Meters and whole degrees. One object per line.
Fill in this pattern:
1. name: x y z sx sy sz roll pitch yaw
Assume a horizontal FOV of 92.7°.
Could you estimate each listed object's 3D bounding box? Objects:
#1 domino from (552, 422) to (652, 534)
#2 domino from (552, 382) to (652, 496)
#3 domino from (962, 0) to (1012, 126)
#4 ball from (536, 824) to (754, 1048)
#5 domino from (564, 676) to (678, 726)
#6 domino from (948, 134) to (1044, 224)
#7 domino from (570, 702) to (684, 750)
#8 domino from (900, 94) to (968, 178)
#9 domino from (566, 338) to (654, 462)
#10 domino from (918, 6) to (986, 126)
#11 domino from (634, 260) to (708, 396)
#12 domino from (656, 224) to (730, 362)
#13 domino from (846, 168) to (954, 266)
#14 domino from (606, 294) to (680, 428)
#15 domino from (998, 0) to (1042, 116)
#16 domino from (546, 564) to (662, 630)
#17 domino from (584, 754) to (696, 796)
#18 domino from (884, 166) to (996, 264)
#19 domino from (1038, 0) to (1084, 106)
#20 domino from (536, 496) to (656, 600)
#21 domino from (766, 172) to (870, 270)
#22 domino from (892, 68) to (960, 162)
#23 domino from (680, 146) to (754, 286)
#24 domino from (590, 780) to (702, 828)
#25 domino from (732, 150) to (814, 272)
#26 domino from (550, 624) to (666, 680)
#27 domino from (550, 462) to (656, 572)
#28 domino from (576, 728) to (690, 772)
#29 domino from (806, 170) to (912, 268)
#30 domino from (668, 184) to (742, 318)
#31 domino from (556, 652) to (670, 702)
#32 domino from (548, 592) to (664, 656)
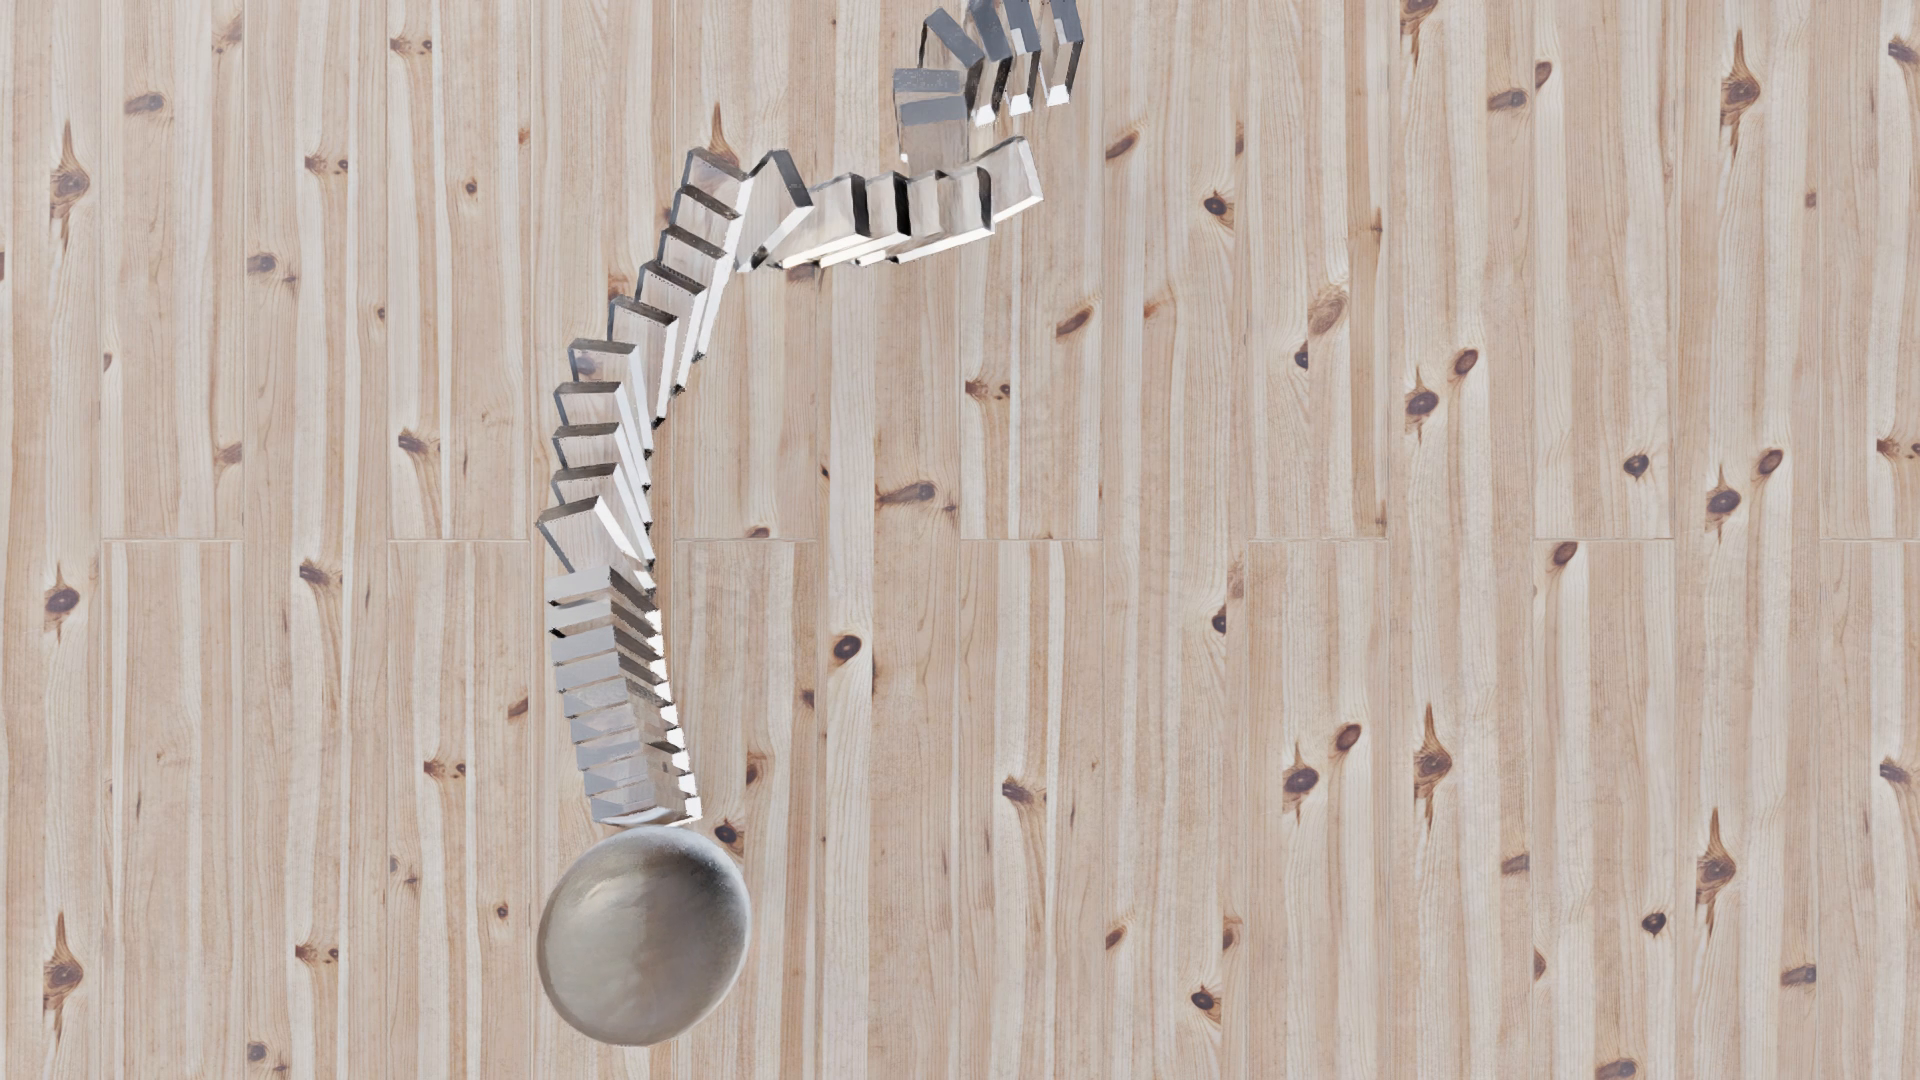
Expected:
1. domino: -0.148 -0.024 0.381 0.025 0.009 0.050 -4 127 0
2. domino: -0.148 -0.041 0.381 0.025 0.009 0.050 -1 127 2
3. domino: 0.009 -0.194 0.375 0.010 0.050 0.025 -20 90 -6
4. ball: -0.122 0.154 0.360 0.080 0.080 0.080 0 90 0
5. domino: -0.138 0.070 0.375 0.025 0.050 0.009 -15 67 0
6. domino: 0.008 -0.144 0.381 0.050 0.010 0.025 -15 93 35
7. domino: -0.135 0.080 0.375 0.025 0.050 0.009 -15 67 0
8. domino: -0.010 -0.161 0.375 0.025 0.050 0.010 -8 83 0
9. domino: -0.144 -0.058 0.381 0.025 0.009 0.050 6 128 1
10. domino: -0.005 -0.189 0.375 0.010 0.050 0.025 -42 90 -9
11. domino: -0.123 -0.087 0.381 0.025 0.010 0.050 28 128 0
12. domino: -0.114 -0.101 0.381 0.025 0.009 0.050 28 129 0
13. domino: -0.027 -0.134 0.382 0.050 0.010 0.025 -5 90 34
14. domino: -0.134 -0.074 0.381 0.025 0.009 0.050 22 127 0
15. domino: 0.023 -0.198 0.375 0.010 0.050 0.025 -15 90 0
16. domino: -0.145 0.027 0.375 0.025 0.050 0.009 -13 64 0
17. domino: -0.130 0.100 0.375 0.025 0.050 0.010 -15 67 0
18. domino: -0.010 -0.135 0.382 0.050 0.009 0.025 -5 90 34
19. domino: 0.040 -0.202 0.375 0.009 0.050 0.025 -13 90 0
20. domino: -0.150 0.007 0.380 0.025 0.009 0.050 -14 127 5
21. domino: -0.061 -0.132 0.382 0.050 0.010 0.025 -5 90 34
22. domino: -0.013 -0.172 0.375 0.025 0.050 0.009 2 83 0
23. domino: -0.104 -0.132 0.380 0.025 0.009 0.050 30 129 2
24. domino: -0.127 0.110 0.375 0.025 0.050 0.009 -15 67 0
25. domino: -0.082 -0.135 0.379 0.050 0.009 0.025 -25 90 44
26. domino: -0.143 0.050 0.375 0.025 0.050 0.009 -15 67 0
27. domino: -0.148 -0.007 0.381 0.025 0.009 0.050 -7 127 0
28. domino: -0.133 0.090 0.375 0.025 0.050 0.009 -15 67 0
29. domino: -0.044 -0.133 0.382 0.050 0.009 0.025 -5 90 34
30. domino: -0.109 -0.118 0.380 0.025 0.009 0.050 31 129 1
31. domino: -0.141 0.060 0.375 0.025 0.050 0.009 -15 67 0
32. domino: -0.144 0.038 0.376 0.025 0.050 0.009 -15 64 0
